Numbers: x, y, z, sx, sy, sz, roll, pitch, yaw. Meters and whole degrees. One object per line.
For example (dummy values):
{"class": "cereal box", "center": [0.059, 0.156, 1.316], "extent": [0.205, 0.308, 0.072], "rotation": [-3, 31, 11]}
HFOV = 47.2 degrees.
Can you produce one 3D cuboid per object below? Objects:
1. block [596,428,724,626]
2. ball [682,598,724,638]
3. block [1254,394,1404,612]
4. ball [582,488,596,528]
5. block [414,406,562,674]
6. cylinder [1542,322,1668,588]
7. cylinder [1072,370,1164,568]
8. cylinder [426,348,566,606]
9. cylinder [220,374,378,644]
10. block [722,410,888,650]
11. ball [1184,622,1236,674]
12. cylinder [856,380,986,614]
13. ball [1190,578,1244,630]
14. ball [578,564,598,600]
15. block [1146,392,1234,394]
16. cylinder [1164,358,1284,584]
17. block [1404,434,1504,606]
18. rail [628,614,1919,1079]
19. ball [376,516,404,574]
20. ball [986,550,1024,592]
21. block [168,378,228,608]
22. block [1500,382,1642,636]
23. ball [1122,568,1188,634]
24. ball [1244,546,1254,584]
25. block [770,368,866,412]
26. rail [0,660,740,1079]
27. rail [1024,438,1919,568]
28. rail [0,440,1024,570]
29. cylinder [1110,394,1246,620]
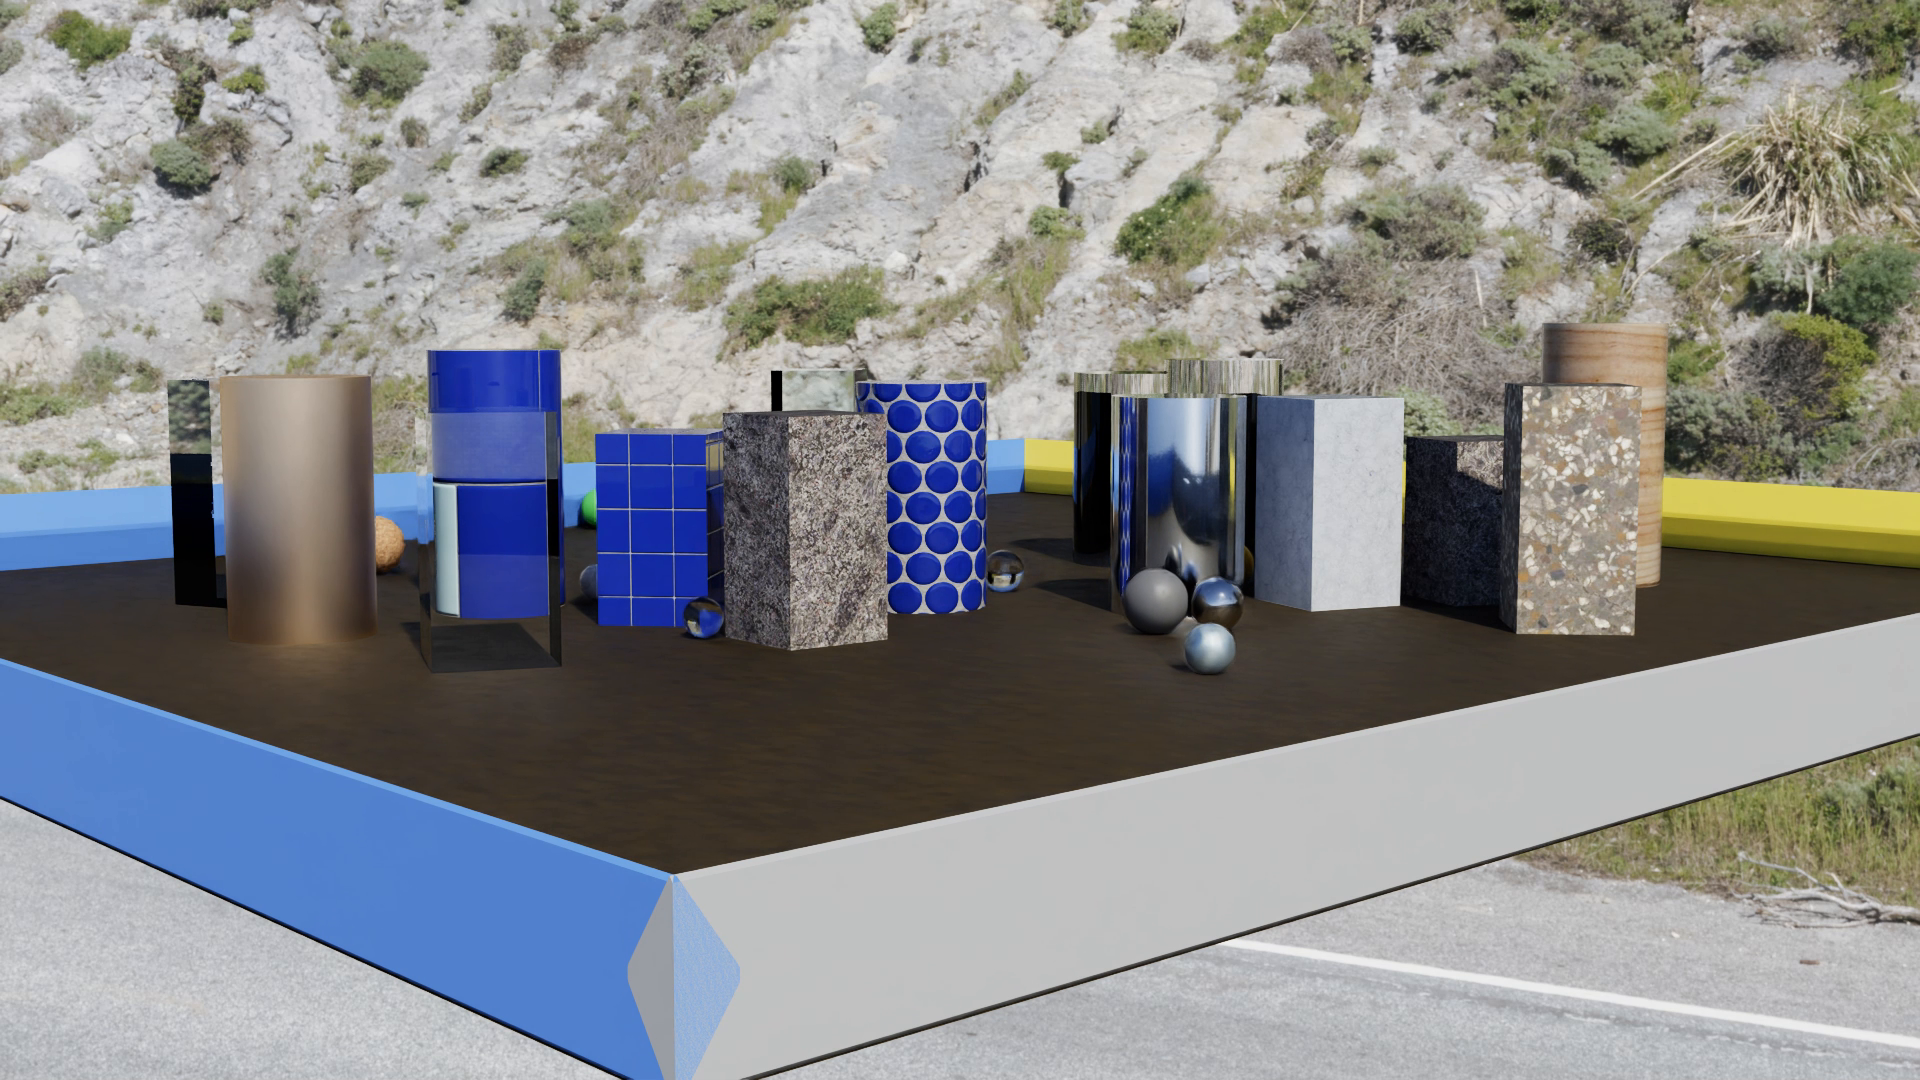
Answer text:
{"class": "block", "center": [-0.425, -0.021, 3.179], "extent": [0.159, 0.272, 0.159], "rotation": [1, 6, 7]}
{"class": "ball", "center": [-0.350, 0.106, 3.002], "extent": [0.055, 0.055, 0.055], "rotation": [0, 6, 0]}
{"class": "block", "center": [0.562, -0.061, 3.357], "extent": [0.159, 0.314, 0.159], "rotation": [-3, 7, -24]}
{"class": "ball", "center": [-0.732, -0.065, 4.502], "extent": [0.085, 0.085, 0.085], "rotation": [0, 6, 0]}
{"class": "block", "center": [-0.600, -0.005, 2.791], "extent": [0.159, 0.320, 0.159], "rotation": [-2, 6, -18]}
{"class": "cylinder", "center": [1.053, -0.143, 3.612], "extent": [0.199, 0.424, 0.199], "rotation": [0, 6, 0]}
{"class": "cylinder", "center": [0.300, -0.129, 3.899], "extent": [0.199, 0.336, 0.199], "rotation": [0, 6, 0]}
{"class": "cylinder", "center": [-0.699, -0.094, 3.320], "extent": [0.199, 0.386, 0.199], "rotation": [0, 6, 0]}
{"class": "cylinder", "center": [-0.906, -0.047, 3.019], "extent": [0.199, 0.355, 0.199], "rotation": [0, 6, 0]}
{"class": "block", "center": [-0.210, -0.019, 2.985], "extent": [0.159, 0.307, 0.159], "rotation": [-5, 8, -39]}
{"class": "ball", "center": [0.307, 0.133, 2.703], "extent": [0.063, 0.063, 0.063], "rotation": [0, 6, 0]}
{"class": "cylinder", "center": [-0.059, -0.070, 3.323], "extent": [0.199, 0.338, 0.199], "rotation": [0, 6, 0]}
{"class": "ball", "center": [0.359, 0.089, 3.066], "extent": [0.075, 0.075, 0.075], "rotation": [0, 6, 0]}
{"class": "ball", "center": [-0.561, 0.065, 3.398], "extent": [0.054, 0.054, 0.054], "rotation": [0, 6, 0]}
{"class": "block", "center": [0.425, -0.128, 4.114], "extent": [0.159, 0.291, 0.159], "rotation": [1, 6, 11]}
{"class": "cylinder", "center": [0.440, -0.120, 3.681], "extent": [0.199, 0.364, 0.199], "rotation": [0, 6, 0]}
{"class": "block", "center": [0.799, -0.034, 3.409], "extent": [0.159, 0.248, 0.159], "rotation": [-2, 6, -17]}
{"class": "rail", "center": [0.963, 0.142, 2.294], "extent": [3.100, 0.129, 0.045], "rotation": [-5, 8, -42]}
{"class": "ball", "center": [-0.991, 0.009, 3.723], "extent": [0.099, 0.099, 0.099], "rotation": [0, 6, 0]}
{"class": "ball", "center": [0.067, 0.050, 3.483], "extent": [0.068, 0.068, 0.068], "rotation": [0, 6, 0]}
{"class": "block", "center": [-1.088, -0.076, 3.365], "extent": [0.159, 0.341, 0.159], "rotation": [3, 7, 25]}
{"class": "block", "center": [0.856, -0.048, 3.096], "extent": [0.159, 0.341, 0.159], "rotation": [1, 6, 5]}
{"class": "ball", "center": [0.269, 0.084, 3.037], "extent": [0.091, 0.091, 0.091], "rotation": [0, 6, 0]}
{"class": "ball", "center": [0.426, 0.039, 3.508], "extent": [0.083, 0.083, 0.083], "rotation": [0, 6, 0]}
{"class": "block", "center": [-0.272, -0.165, 4.273], "extent": [0.159, 0.331, 0.159], "rotation": [1, 6, 7]}
{"class": "rail", "center": [-1.122, 0.141, 2.302], "extent": [0.045, 0.129, 2.888], "rotation": [-5, 8, -42]}
{"class": "rail", "center": [1.122, -0.074, 4.361], "extent": [0.045, 0.129, 2.888], "rotation": [-5, 8, -42]}
{"class": "rail", "center": [-0.963, -0.075, 4.370], "extent": [3.100, 0.129, 0.045], "rotation": [-5, 8, -42]}
{"class": "cylinder", "center": [0.323, -0.054, 3.262], "extent": [0.199, 0.320, 0.199], "rotation": [0, 6, 0]}
